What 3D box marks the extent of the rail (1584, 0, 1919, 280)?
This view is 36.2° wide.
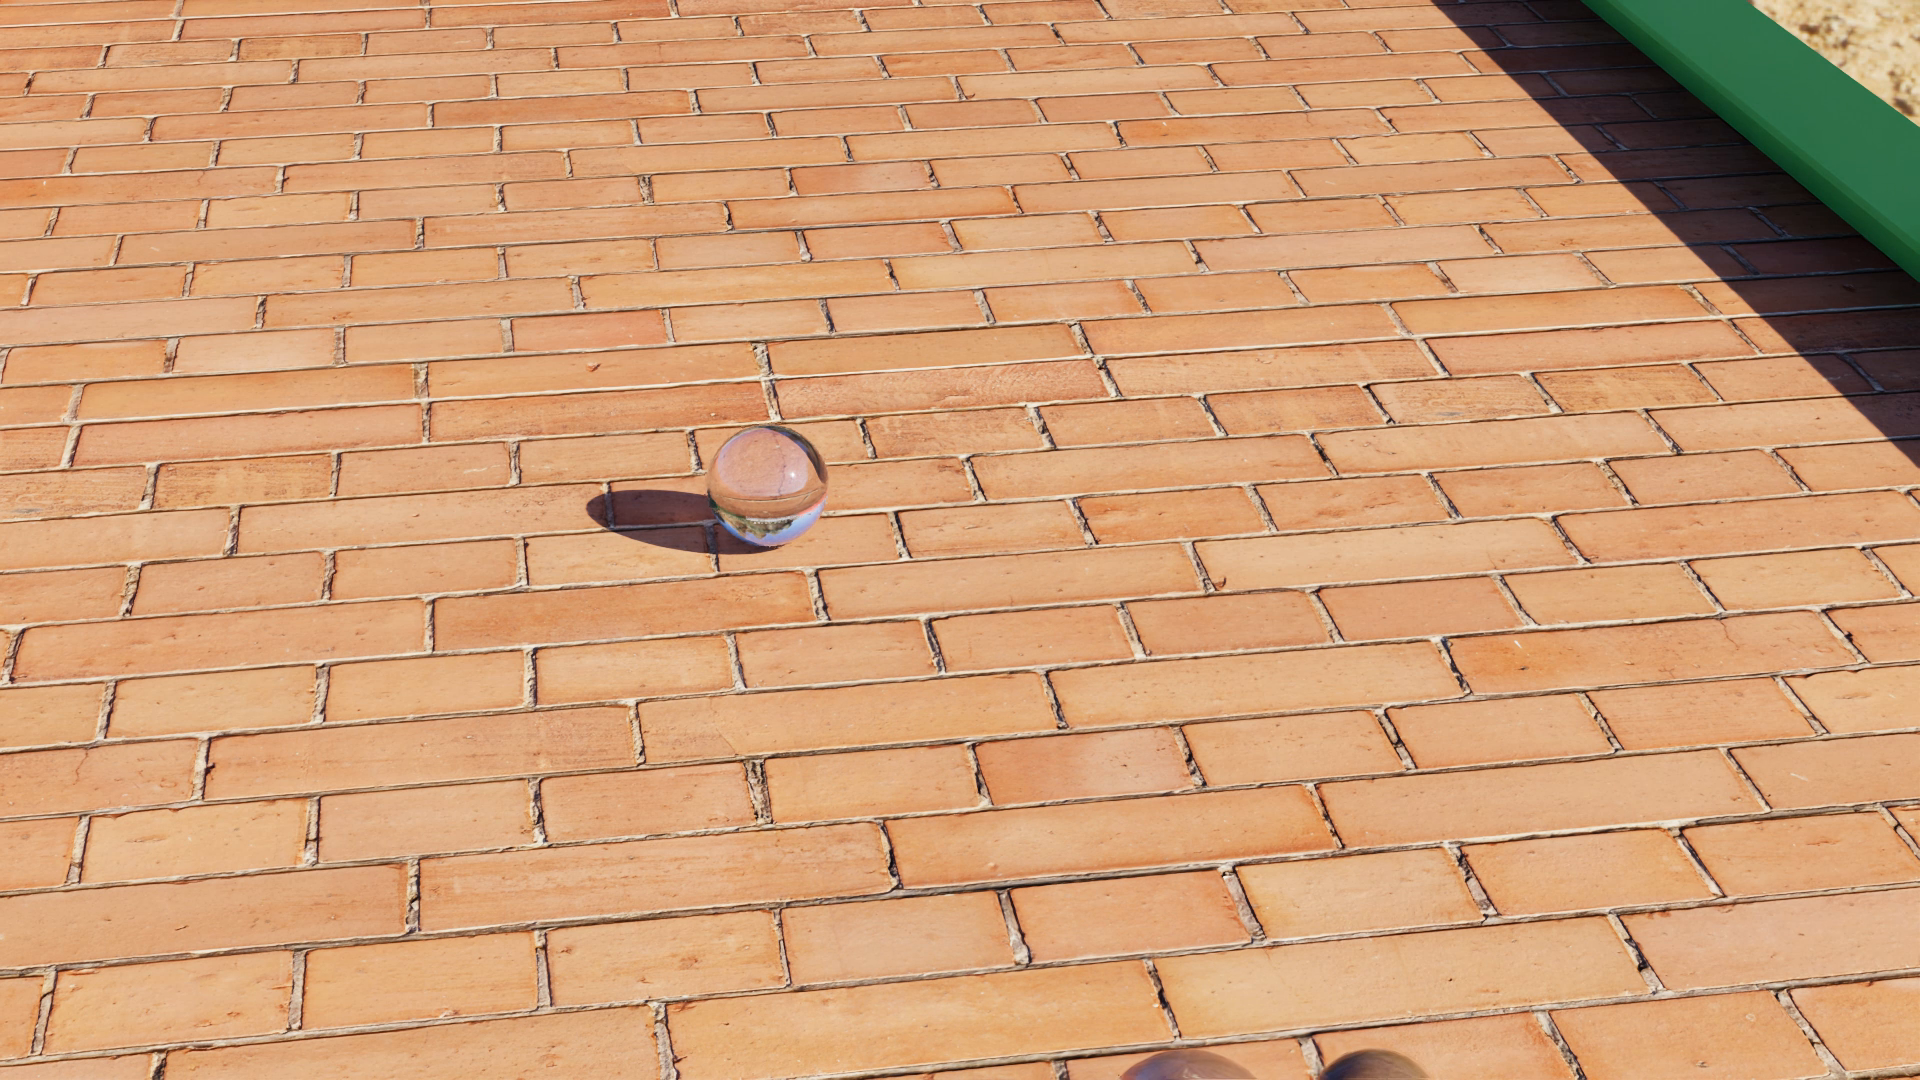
[{"bbox_3d":[0.689,-0.427,2.664,0.045,0.116,3.154,-4,27,-8],"label":"rail"}]

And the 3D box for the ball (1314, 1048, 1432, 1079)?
[{"bbox_3d":[0.191,0.267,1.358,0.065,0.065,0.065,0,27,0],"label":"ball"}]

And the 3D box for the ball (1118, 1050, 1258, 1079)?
[{"bbox_3d":[0.103,0.273,1.318,0.089,0.089,0.089,0,27,0],"label":"ball"}]

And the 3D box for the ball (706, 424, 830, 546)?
[{"bbox_3d":[-0.127,-0.036,1.936,0.081,0.081,0.081,0,27,0],"label":"ball"}]
